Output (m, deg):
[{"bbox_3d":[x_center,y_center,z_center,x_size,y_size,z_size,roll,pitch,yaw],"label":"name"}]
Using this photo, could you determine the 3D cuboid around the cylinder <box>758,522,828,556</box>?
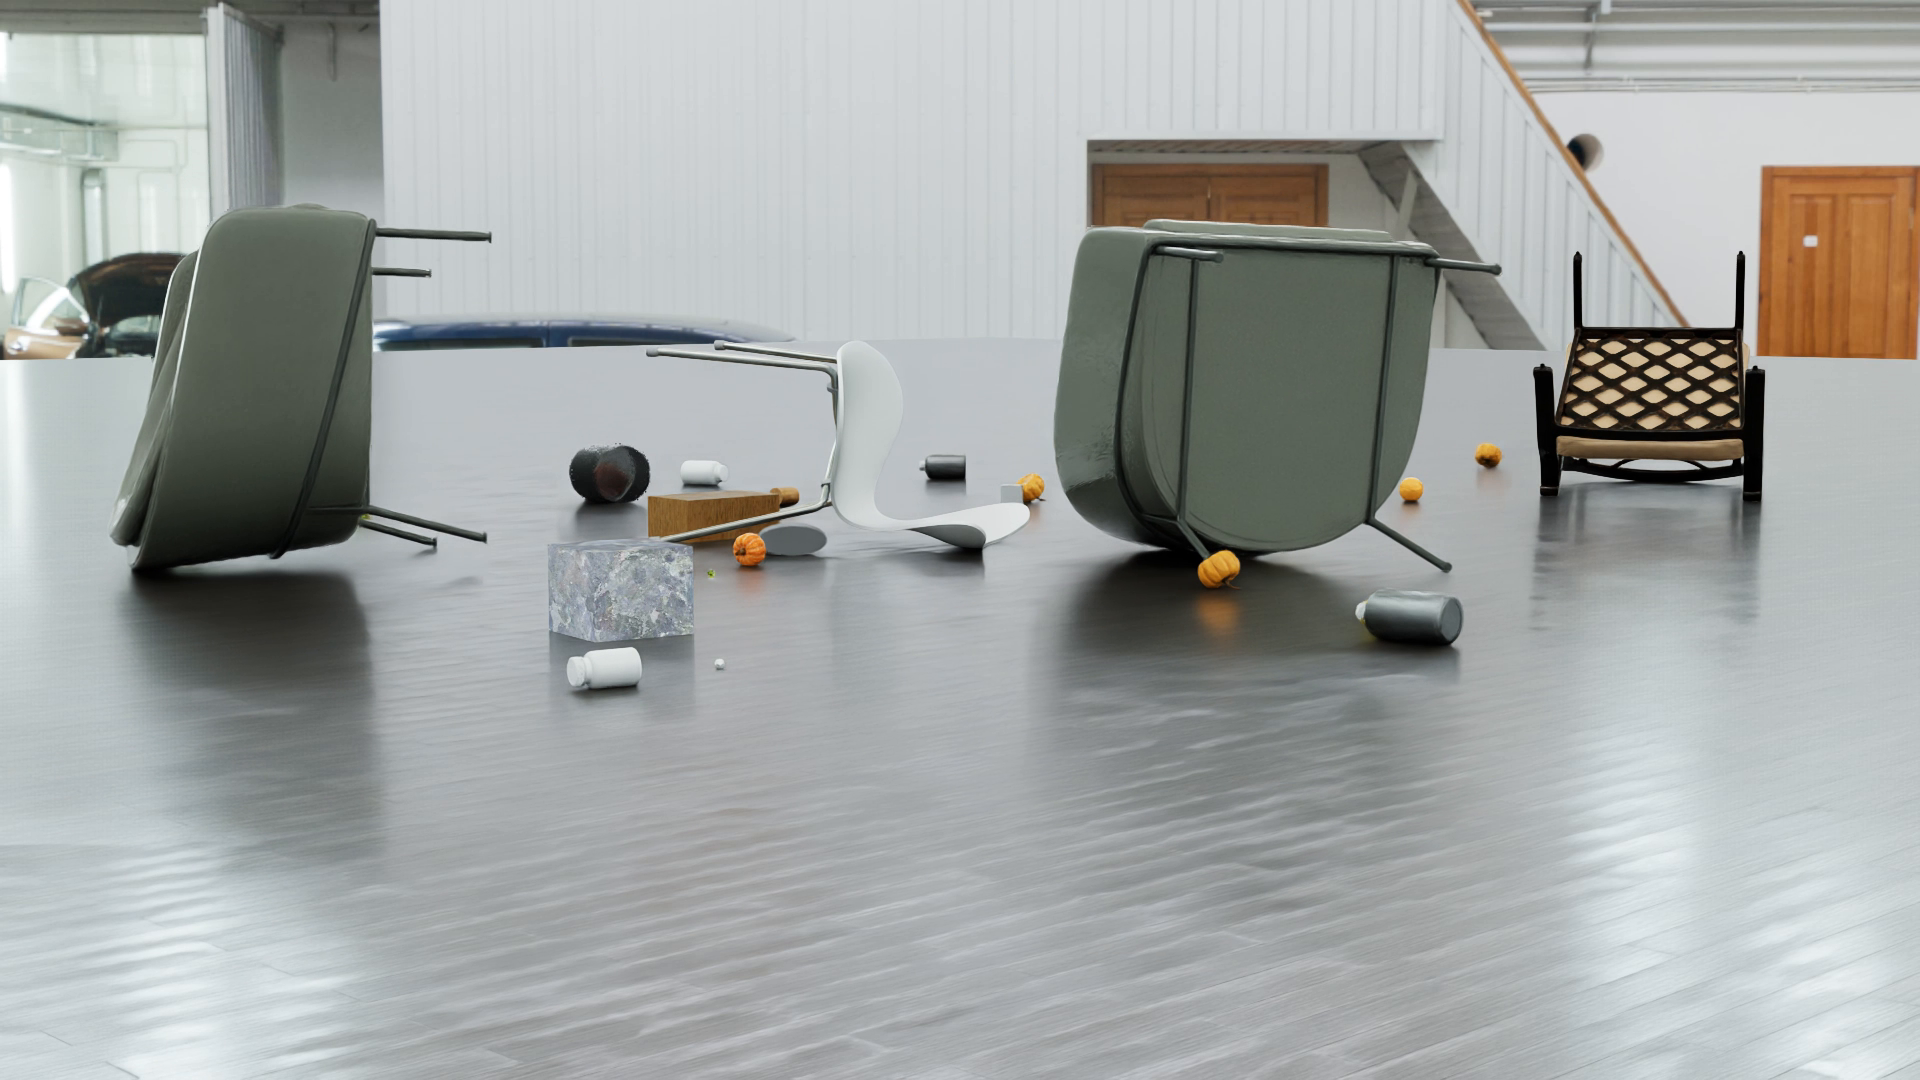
[{"bbox_3d":[-0.399,-0.002,6.094,0.164,0.070,0.086,-1,6,-6],"label":"cylinder"}]

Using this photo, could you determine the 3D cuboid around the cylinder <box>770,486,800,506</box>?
[{"bbox_3d":[-0.506,-0.126,7.386,0.055,0.051,0.086,-3,4,-30],"label":"cylinder"}]

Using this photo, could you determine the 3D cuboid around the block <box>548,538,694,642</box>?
[{"bbox_3d":[-0.628,0.090,4.747,0.200,0.162,0.193,-4,7,-34],"label":"block"}]

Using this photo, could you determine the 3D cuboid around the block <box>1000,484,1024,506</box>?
[{"bbox_3d":[0.149,-0.129,7.372,0.059,0.059,0.037,1,6,11],"label":"block"}]

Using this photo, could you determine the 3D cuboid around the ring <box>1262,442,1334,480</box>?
[{"bbox_3d":[1.108,-0.259,8.432,0.235,0.105,0.405,-1,7,4],"label":"ring"}]

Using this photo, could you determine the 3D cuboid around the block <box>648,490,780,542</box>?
[{"bbox_3d":[-0.624,-0.062,6.504,0.284,0.104,0.175,-5,8,-41],"label":"block"}]
